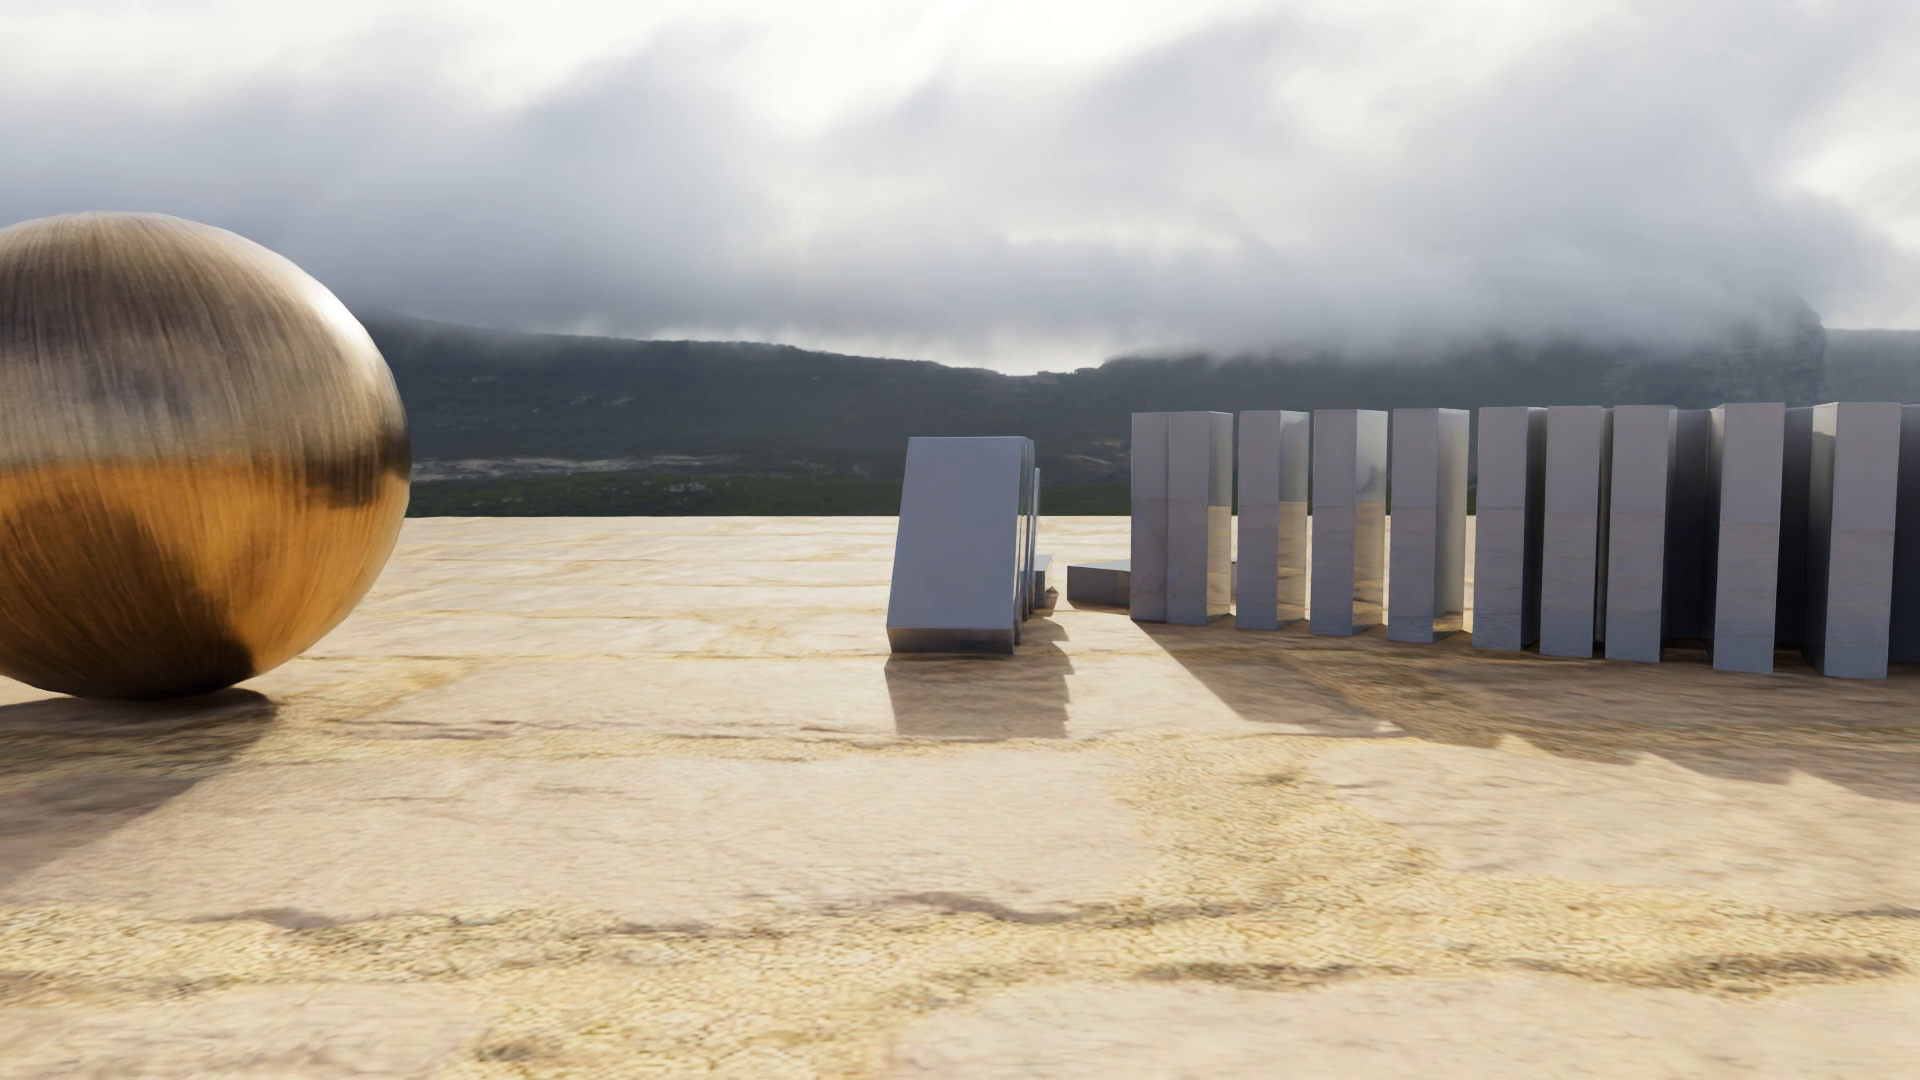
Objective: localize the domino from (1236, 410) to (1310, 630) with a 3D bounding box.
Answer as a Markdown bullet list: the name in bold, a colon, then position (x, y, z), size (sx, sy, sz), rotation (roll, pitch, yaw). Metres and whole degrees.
- **domino**: position (0.074, -0.005, 0.304), size (0.009, 0.050, 0.025), rotation (2, 5, 30)

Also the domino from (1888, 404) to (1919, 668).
- **domino**: position (0.187, -0.001, 0.241), size (0.010, 0.050, 0.025), rotation (0, 4, -2)

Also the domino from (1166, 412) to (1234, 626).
- **domino**: position (0.059, -0.006, 0.312), size (0.009, 0.050, 0.025), rotation (2, 5, 24)

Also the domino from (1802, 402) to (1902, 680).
- **domino**: position (0.168, -0.001, 0.243), size (0.009, 0.050, 0.025), rotation (2, 5, 25)

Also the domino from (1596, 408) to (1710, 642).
- **domino**: position (0.149, -0.004, 0.281), size (0.025, 0.050, 0.009), rotation (-1, 4, -17)

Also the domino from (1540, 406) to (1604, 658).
- **domino**: position (0.127, -0.002, 0.266), size (0.009, 0.050, 0.025), rotation (2, 5, 28)

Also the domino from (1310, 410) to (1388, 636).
- **domino**: position (0.089, -0.005, 0.294), size (0.010, 0.050, 0.025), rotation (3, 5, 33)

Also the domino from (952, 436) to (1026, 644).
- **domino**: position (0.001, -0.001, 0.284), size (0.025, 0.050, 0.009), rotation (0, -37, 6)

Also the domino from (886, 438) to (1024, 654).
- **domino**: position (0.000, 0.000, 0.272), size (0.025, 0.050, 0.009), rotation (0, -37, 6)

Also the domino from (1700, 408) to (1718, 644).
- **domino**: position (0.164, -0.003, 0.271), size (0.010, 0.050, 0.025), rotation (2, 5, 24)

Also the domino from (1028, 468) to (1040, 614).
- **domino**: position (0.008, -0.001, 0.339), size (0.025, 0.010, 0.050), rotation (0, 38, 6)

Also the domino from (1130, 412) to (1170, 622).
- **domino**: position (0.050, -0.006, 0.319), size (0.009, 0.050, 0.025), rotation (2, 5, 23)

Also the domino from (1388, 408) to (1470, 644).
- **domino**: position (0.104, -0.004, 0.284), size (0.009, 0.050, 0.025), rotation (3, 5, 35)

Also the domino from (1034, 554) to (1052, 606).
- **domino**: position (0.013, 0.011, 0.361), size (0.025, 0.010, 0.050), rotation (0, 4, 6)

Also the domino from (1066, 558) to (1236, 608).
- **domino**: position (0.056, 0.011, 0.358), size (0.050, 0.009, 0.025), rotation (-4, 6, -45)

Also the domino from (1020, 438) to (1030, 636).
- **domino**: position (0.002, -0.002, 0.297), size (0.025, 0.050, 0.009), rotation (0, -37, 6)

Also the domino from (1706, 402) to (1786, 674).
- **domino**: position (0.152, -0.001, 0.249), size (0.009, 0.050, 0.025), rotation (2, 5, 28)

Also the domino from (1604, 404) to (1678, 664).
- **domino**: position (0.138, -0.002, 0.260), size (0.009, 0.050, 0.025), rotation (3, 5, 32)

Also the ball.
- **ball**: position (-0.134, -0.013, 0.213), size (0.080, 0.080, 0.080), rotation (0, 4, 0)

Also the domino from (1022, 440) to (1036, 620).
- **domino**: position (0.005, -0.003, 0.322), size (0.025, 0.050, 0.009), rotation (0, -38, 6)

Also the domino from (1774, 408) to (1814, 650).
- **domino**: position (0.179, -0.002, 0.267), size (0.009, 0.050, 0.025), rotation (-1, 4, -10)

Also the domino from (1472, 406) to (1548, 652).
- **domino**: position (0.118, -0.003, 0.274), size (0.009, 0.050, 0.025), rotation (3, 5, 36)
